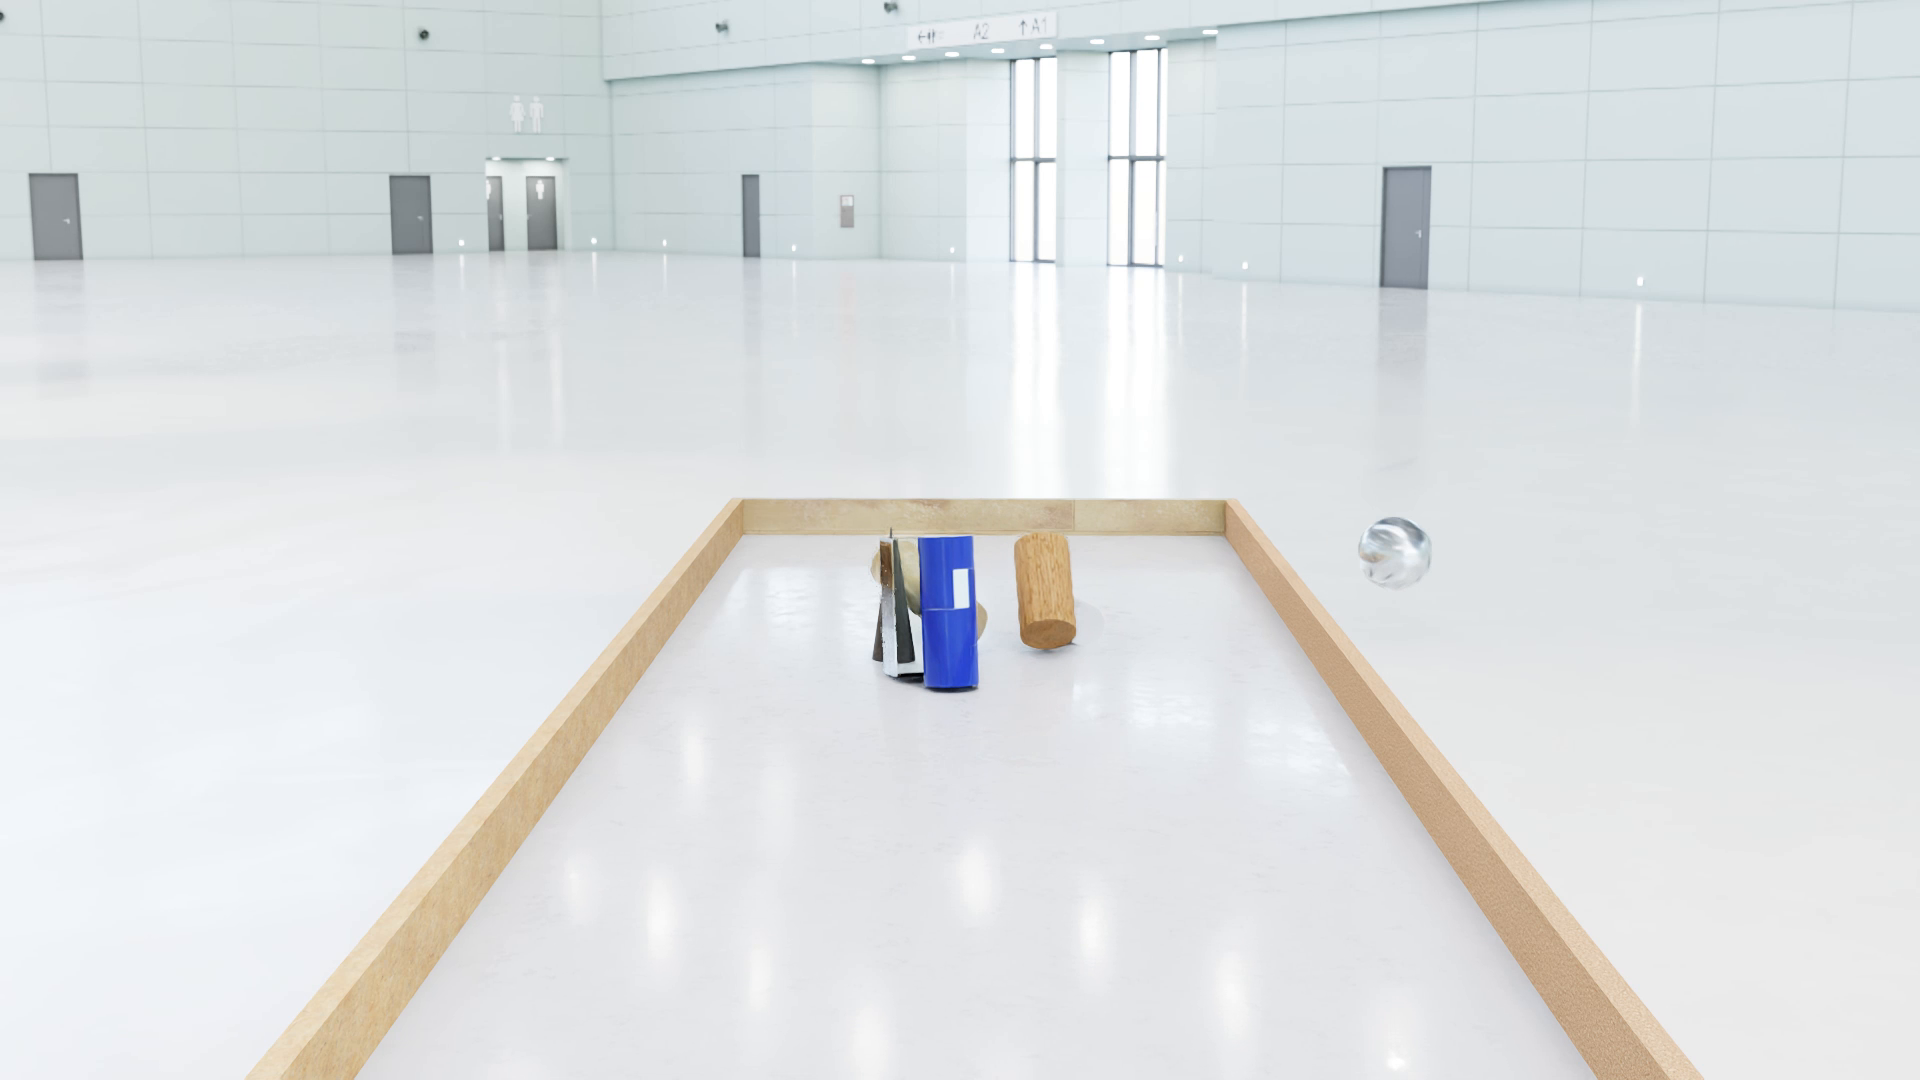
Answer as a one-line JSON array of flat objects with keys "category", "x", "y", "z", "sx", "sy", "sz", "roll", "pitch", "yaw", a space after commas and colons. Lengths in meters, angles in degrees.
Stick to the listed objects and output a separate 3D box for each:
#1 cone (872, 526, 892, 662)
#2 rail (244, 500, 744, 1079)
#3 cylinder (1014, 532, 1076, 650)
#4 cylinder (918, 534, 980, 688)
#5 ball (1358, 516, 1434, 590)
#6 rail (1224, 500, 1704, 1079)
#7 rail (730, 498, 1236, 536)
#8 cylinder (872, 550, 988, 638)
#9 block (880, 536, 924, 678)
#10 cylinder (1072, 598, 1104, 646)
[{"category": "cone", "x": -0.209, "y": 0.160, "z": 6.693, "sx": 0.121, "sy": 0.409, "sz": 0.121, "roll": 0, "pitch": 9, "yaw": 0}, {"category": "rail", "x": -1.004, "y": 0.839, "z": 3.234, "sx": 0.050, "sy": 0.150, "sz": 12.000, "roll": 0, "pitch": 9, "yaw": 1}, {"category": "cylinder", "x": 0.265, "y": 0.157, "z": 6.880, "sx": 0.175, "sy": 0.324, "sz": 0.175, "roll": -2, "pitch": -34, "yaw": -2}, {"category": "cylinder", "x": -0.032, "y": 0.202, "z": 6.316, "sx": 0.160, "sy": 0.427, "sz": 0.160, "roll": -2, "pitch": 2, "yaw": 0}, {"category": "ball", "x": 1.549, "y": 0.048, "z": 7.830, "sx": 0.266, "sy": 0.266, "sz": 0.266, "roll": 0, "pitch": 9, "yaw": 0}, {"category": "rail", "x": 1.046, "y": 0.843, "z": 3.208, "sx": 0.050, "sy": 0.150, "sz": 12.000, "roll": 0, "pitch": 9, "yaw": 1}, {"category": "rail", "x": 0.099, "y": -0.098, "z": 9.147, "sx": 2.100, "sy": 0.150, "sz": 0.050, "roll": 0, "pitch": 9, "yaw": 1}, {"category": "cylinder", "x": -0.101, "y": 0.170, "z": 6.990, "sx": 0.166, "sy": 0.166, "sz": 0.446, "roll": -6, "pitch": 29, "yaw": -33}, {"category": "block", "x": -0.130, "y": 0.193, "z": 6.459, "sx": 0.167, "sy": 0.400, "sz": 0.167, "roll": -2, "pitch": 2, "yaw": -15}, {"category": "cylinder", "x": 0.344, "y": 0.243, "z": 7.061, "sx": 0.130, "sy": 0.130, "sz": 0.326, "roll": -3, "pitch": 9, "yaw": -18}]
